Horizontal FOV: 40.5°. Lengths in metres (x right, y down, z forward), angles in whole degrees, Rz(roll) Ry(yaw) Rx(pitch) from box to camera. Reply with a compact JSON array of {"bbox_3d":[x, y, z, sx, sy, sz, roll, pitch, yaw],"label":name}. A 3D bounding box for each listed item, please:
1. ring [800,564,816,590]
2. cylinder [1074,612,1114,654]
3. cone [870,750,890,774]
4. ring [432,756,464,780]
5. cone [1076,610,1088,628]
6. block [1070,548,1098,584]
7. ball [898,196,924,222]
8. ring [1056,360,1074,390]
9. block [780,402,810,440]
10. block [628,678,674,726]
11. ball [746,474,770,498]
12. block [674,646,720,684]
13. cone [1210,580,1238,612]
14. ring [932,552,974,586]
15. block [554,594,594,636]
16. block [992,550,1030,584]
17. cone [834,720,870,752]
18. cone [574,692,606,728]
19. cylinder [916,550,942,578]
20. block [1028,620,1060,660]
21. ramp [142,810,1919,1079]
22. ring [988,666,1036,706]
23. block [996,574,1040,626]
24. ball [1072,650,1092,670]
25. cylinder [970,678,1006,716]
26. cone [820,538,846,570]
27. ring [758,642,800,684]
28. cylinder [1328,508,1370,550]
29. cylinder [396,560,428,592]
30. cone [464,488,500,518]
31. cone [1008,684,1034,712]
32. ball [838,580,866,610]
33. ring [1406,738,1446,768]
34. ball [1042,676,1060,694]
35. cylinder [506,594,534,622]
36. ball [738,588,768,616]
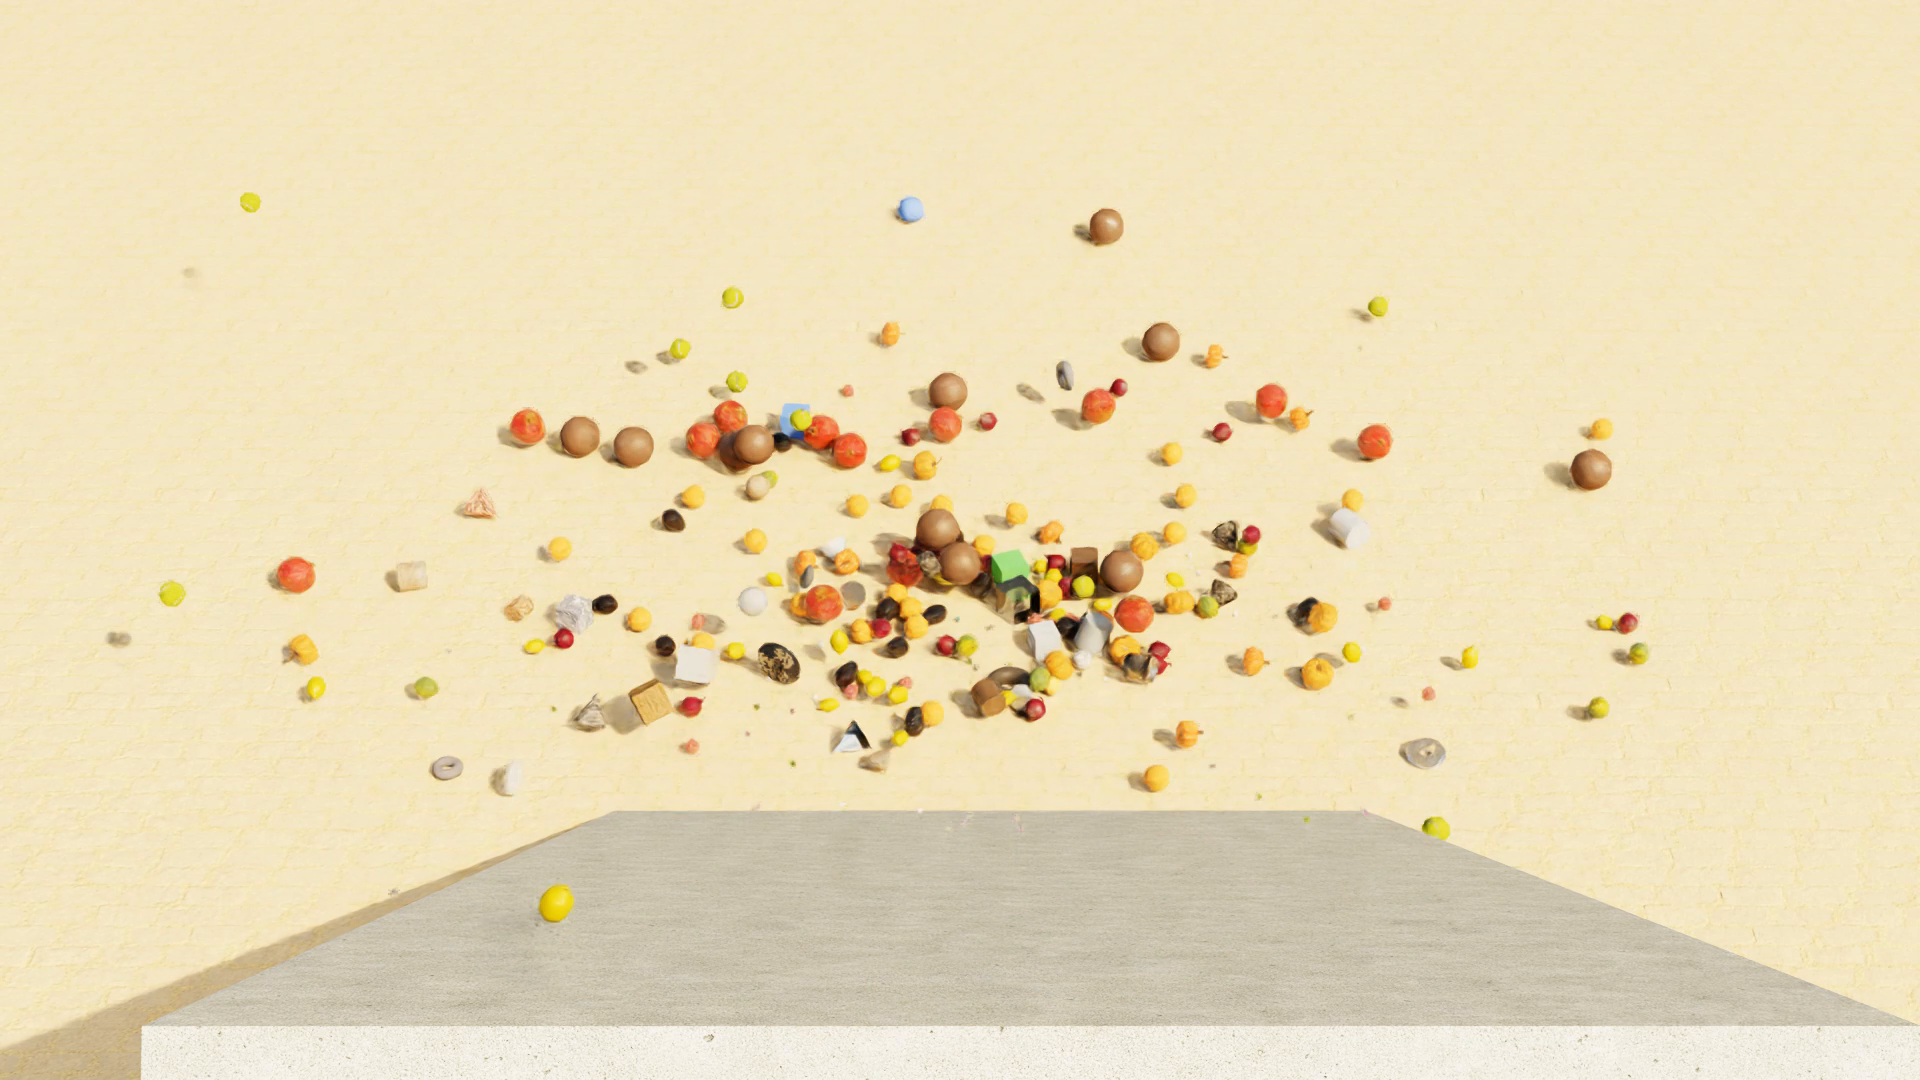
[{"bbox_3d":[-0.455,0.111,7.753,0.026,0.077,0.077,21,31,-22],"label":"ring"},{"bbox_3d":[0.388,0.270,7.548,0.087,0.087,0.087,20,30,-12],"label":"cylinder"},{"bbox_3d":[-0.211,0.617,7.126,0.061,0.061,0.061,-13,29,7],"label":"cone"},{"bbox_3d":[-1.408,0.626,7.148,0.086,0.029,0.086,0,35,0],"label":"ring"},{"bbox_3d":[0.372,0.229,7.652,0.061,0.061,0.061,0,37,0],"label":"cone"},{"bbox_3d":[0.375,0.078,7.837,0.080,0.080,0.080,-1,37,-1],"label":"block"},{"bbox_3d":[-0.178,-1.214,9.550,0.097,0.097,0.097,0,37,0],"label":"ball"},{"bbox_3d":[0.343,-0.536,8.478,0.034,0.103,0.103,-12,38,-17],"label":"ring"},{"bbox_3d":[-0.535,-0.385,8.453,0.084,0.084,0.084,2,37,3],"label":"block"},{"bbox_3d":[-0.853,0.446,7.186,0.090,0.090,0.090,-28,12,-11],"label":"block"},{"bbox_3d":[-0.633,-0.167,8.145,0.078,0.078,0.078,0,37,0],"label":"ball"},{"bbox_3d":[-0.747,0.353,7.393,0.095,0.095,0.095,9,-1,7],"label":"block"},{"bbox_3d":[0.766,0.180,7.733,0.091,0.091,0.091,26,72,31],"label":"cone"},{"bbox_3d":[-0.026,0.087,7.854,0.138,0.046,0.138,-1,36,1],"label":"ring"},{"bbox_3d":[-1.133,0.220,7.648,0.078,0.078,0.078,13,39,20],"label":"block"},{"bbox_3d":[0.151,0.095,7.810,0.087,0.087,0.087,-12,38,-15],"label":"block"},{"bbox_3d":[-0.313,0.562,7.199,0.097,0.097,0.097,-32,45,-11],"label":"cone"},{"bbox_3d":[-1.024,0.470,7.270,0.093,0.093,0.093,14,-1,0],"label":"cone"},{"bbox_3d":[-0.093,0.069,7.652,0.057,0.057,0.057,-24,26,13],"label":"cylinder"},{"bbox_3d":[0.244,0.291,7.557,0.075,0.075,0.075,-11,38,-15],"label":"block"},{"bbox_3d":[0.081,0.683,4.918,2.000,0.100,4.000,0,-2,0],"label":"ramp"},{"bbox_3d":[0.143,0.415,7.413,0.148,0.049,0.148,1,36,-1],"label":"ring"},{"bbox_3d":[0.170,0.178,7.691,0.095,0.095,0.095,-22,42,-27],"label":"block"},{"bbox_3d":[0.353,0.347,7.497,0.057,0.057,0.057,0,37,0],"label":"ball"},{"bbox_3d":[0.080,0.442,7.296,0.076,0.076,0.076,-16,43,-20],"label":"cylinder"},{"bbox_3d":[-0.368,0.053,7.905,0.089,0.089,0.089,-20,68,-24],"label":"cone"},{"bbox_3d":[-0.516,0.352,7.421,0.143,0.143,0.048,22,51,26],"label":"ring"},{"bbox_3d":[1.194,-0.036,7.976,0.093,0.093,0.093,-20,42,-24],"label":"cylinder"},{"bbox_3d":[-1.640,0.107,7.794,0.084,0.084,0.084,-8,38,-11],"label":"cylinder"},{"bbox_3d":[-1.469,-0.095,8.071,0.099,0.099,0.099,32,43,5],"label":"cone"},{"bbox_3d":[0.188,0.443,7.323,0.078,0.078,0.078,-15,1,-19],"label":"cone"},{"bbox_3d":[-0.319,0.163,7.719,0.086,0.086,0.086,0,37,0],"label":"ball"},{"bbox_3d":[1.289,0.589,7.191,0.112,0.037,0.112,-1,37,1],"label":"ring"},{"bbox_3d":[0.261,0.415,7.409,0.051,0.051,0.051,0,37,0],"label":"ball"},{"bbox_3d":[-1.300,0.201,7.687,0.059,0.059,0.059,21,41,25],"label":"cylinder"},{"bbox_3d":[-0.592,0.177,7.432,0.085,0.085,0.085,0,37,0],"label":"ball"}]
